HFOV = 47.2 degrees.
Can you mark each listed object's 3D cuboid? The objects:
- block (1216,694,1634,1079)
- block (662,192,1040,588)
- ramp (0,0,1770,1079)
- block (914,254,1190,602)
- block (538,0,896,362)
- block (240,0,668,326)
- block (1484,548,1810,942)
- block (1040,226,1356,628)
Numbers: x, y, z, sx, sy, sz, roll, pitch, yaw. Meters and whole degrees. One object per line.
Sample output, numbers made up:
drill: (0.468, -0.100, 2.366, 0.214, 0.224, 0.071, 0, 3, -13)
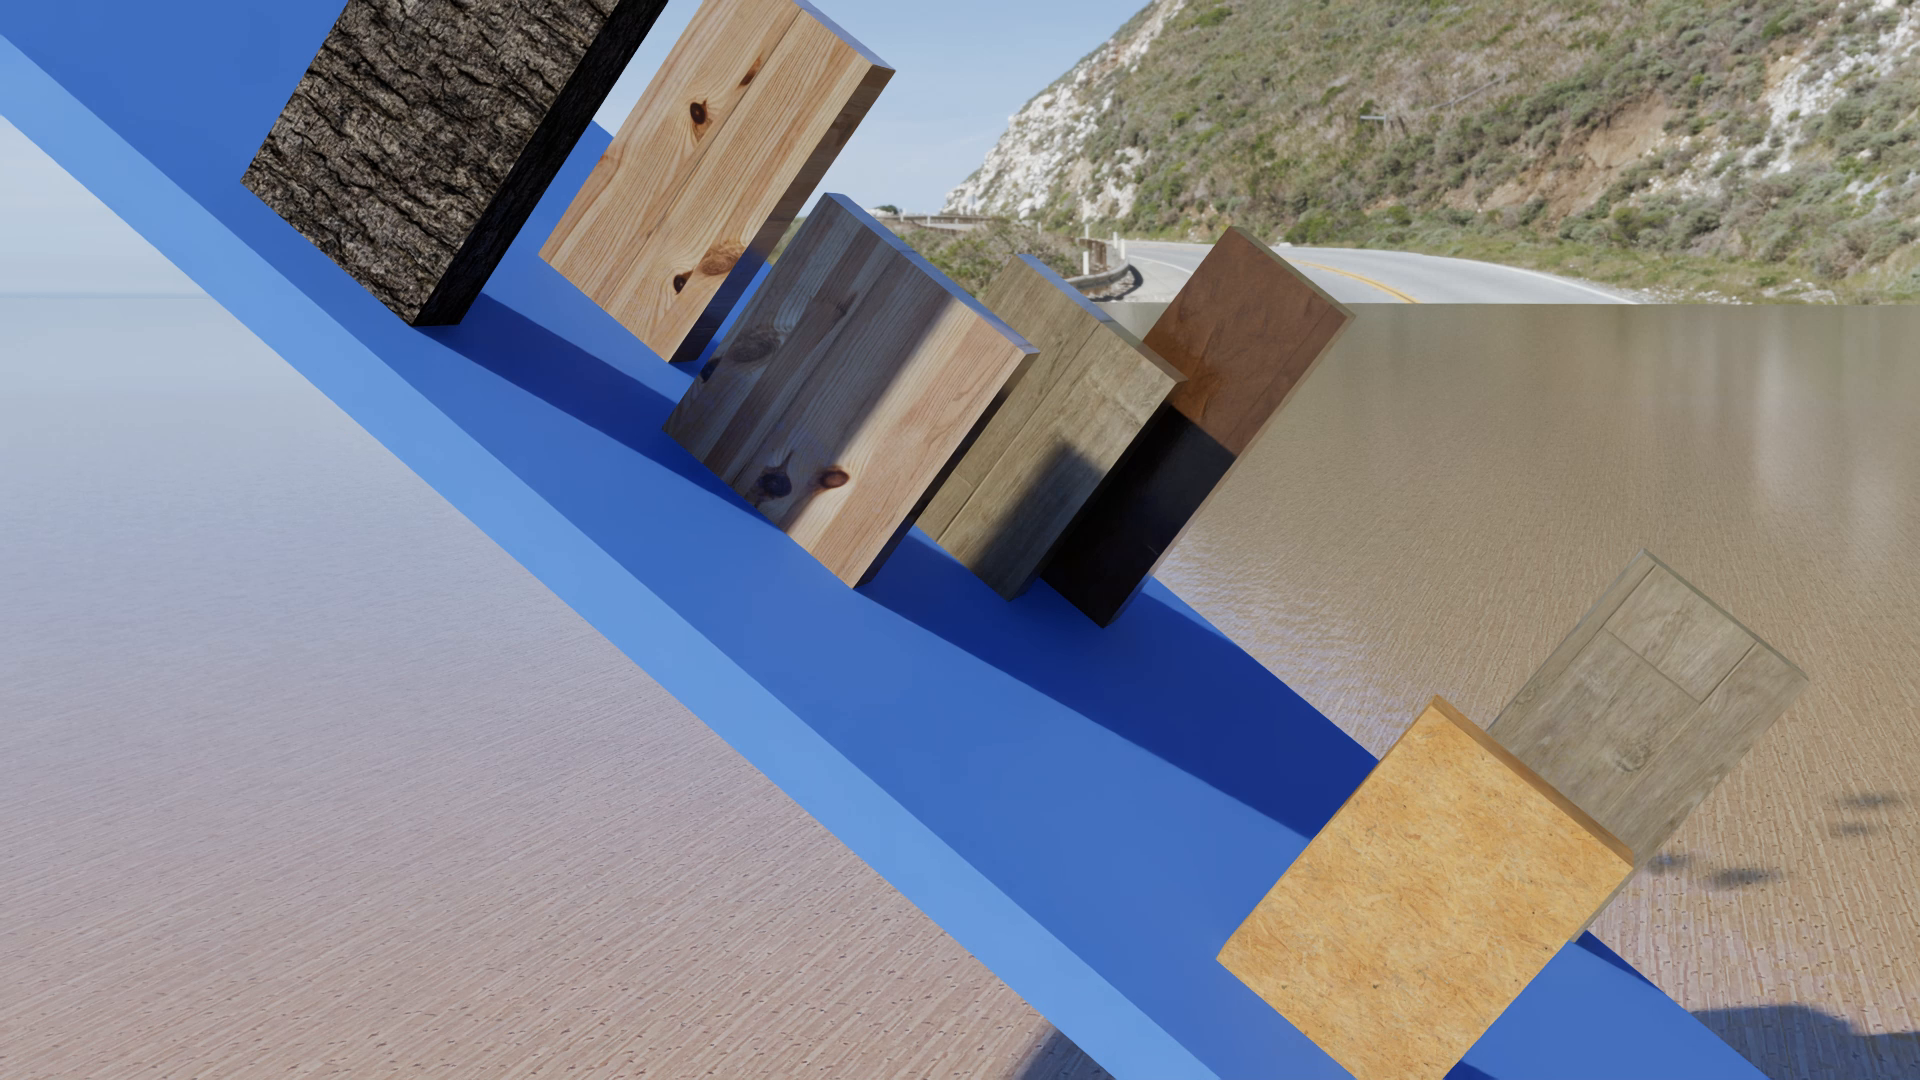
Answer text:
block: (0.681, 0.541, 3.249, 0.359, 0.508, 0.097, 40, 16, 9)
block: (-0.186, -0.248, 3.665, 0.430, 0.493, 0.095, 40, 16, 9)
ramp: (-0.046, 0.103, 4.061, 4.000, 0.100, 2.000, 40, 16, 9)
block: (0.114, -0.212, 4.147, 0.384, 0.523, 0.123, 40, 16, 9)
block: (-0.451, -0.691, 4.041, 0.328, 0.664, 0.130, 40, 16, 9)
block: (-0.753, -0.739, 3.390, 0.371, 0.741, 0.147, 40, 16, 9)
block: (1.357, 0.430, 4.601, 0.414, 0.727, 0.108, 40, 16, 9)
block: (0.421, -0.221, 4.356, 0.286, 0.778, 0.144, 40, 16, 9)
